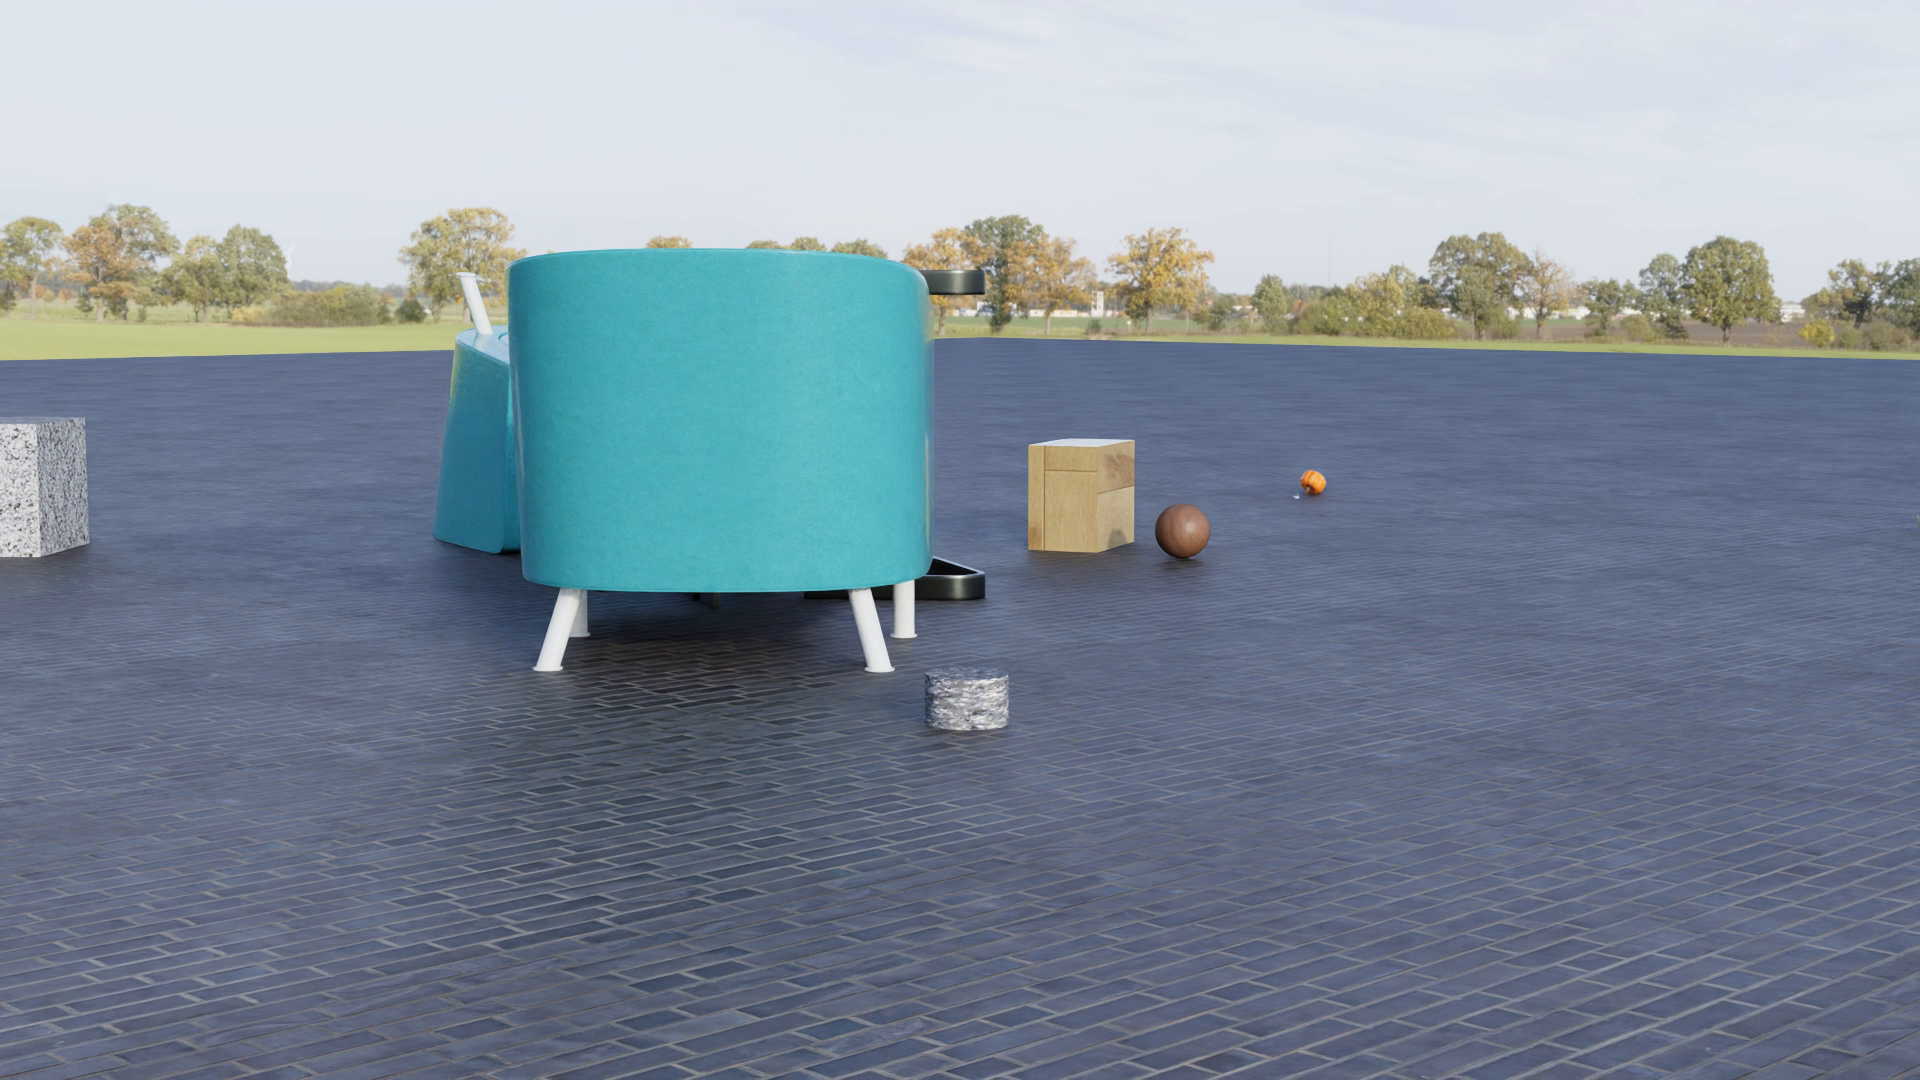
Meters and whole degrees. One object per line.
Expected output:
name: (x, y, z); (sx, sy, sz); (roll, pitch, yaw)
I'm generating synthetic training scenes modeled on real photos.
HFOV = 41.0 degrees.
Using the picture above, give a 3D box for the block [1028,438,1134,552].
block: (0.298, -0.112, 6.264); (0.175, 0.253, 0.276); (2, 6, 22)

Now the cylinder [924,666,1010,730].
cylinder: (0.010, 0.233, 3.787); (0.126, 0.074, 0.122); (6, 8, 44)

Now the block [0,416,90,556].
block: (-2.313, -0.132, 6.172); (0.314, 0.311, 0.310); (0, 6, 2)
